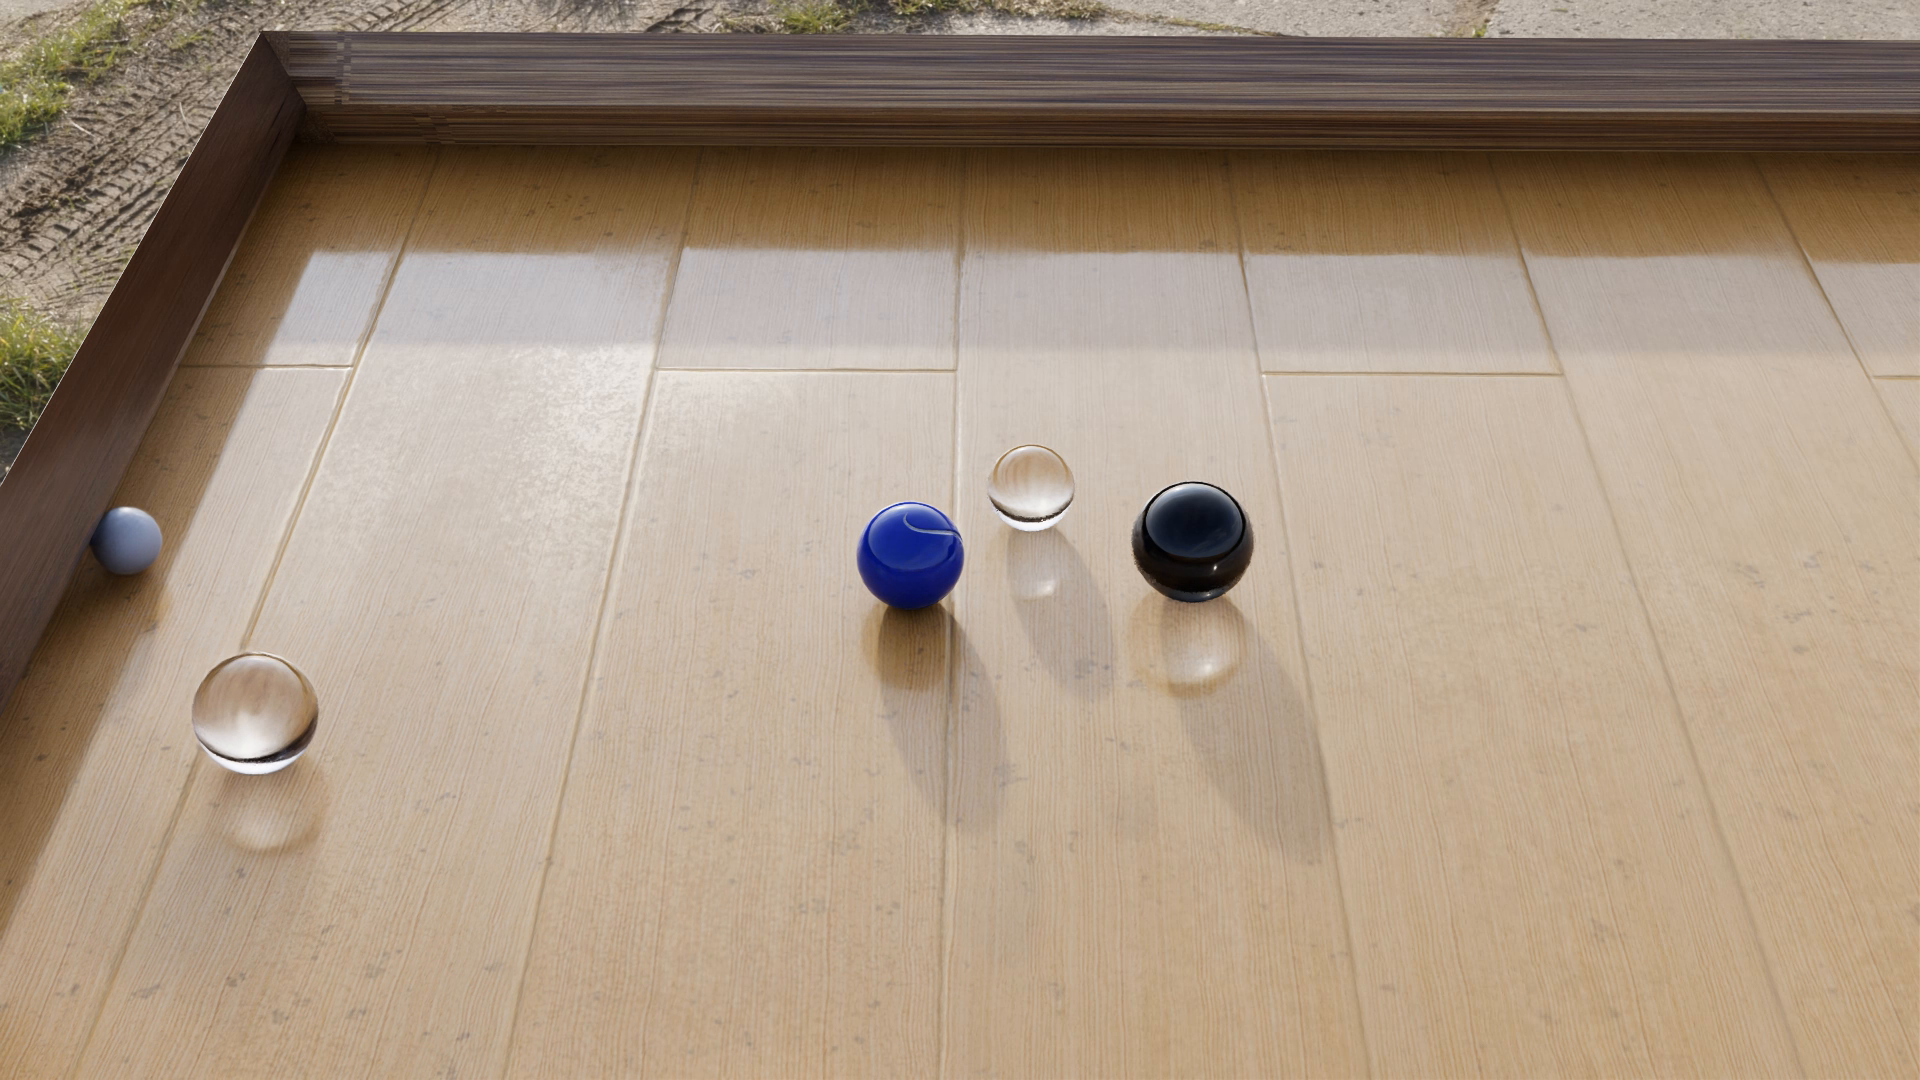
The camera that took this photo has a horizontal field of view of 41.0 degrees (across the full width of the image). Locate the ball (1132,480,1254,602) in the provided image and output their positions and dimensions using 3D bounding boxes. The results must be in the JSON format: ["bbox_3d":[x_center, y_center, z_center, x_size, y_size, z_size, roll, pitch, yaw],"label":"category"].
[{"bbox_3d":[0.167,0.001,1.843,0.088,0.088,0.088,0,35,0],"label":"ball"}]

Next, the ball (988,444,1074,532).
[{"bbox_3d":[0.053,-0.039,1.919,0.066,0.066,0.066,0,35,0],"label":"ball"}]

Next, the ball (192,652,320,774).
[{"bbox_3d":[-0.463,0.114,1.688,0.081,0.081,0.081,0,35,0],"label":"ball"}]

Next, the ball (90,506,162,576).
[{"bbox_3d":[-0.610,0.001,1.876,0.050,0.050,0.050,0,35,0],"label":"ball"}]

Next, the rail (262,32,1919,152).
[{"bbox_3d":[0.674,-0.406,2.398,2.658,0.114,0.045,0,35,1],"label":"rail"}]

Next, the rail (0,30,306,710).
[{"bbox_3d":[-0.641,-0.023,1.853,0.045,0.114,1.415,0,35,1],"label":"rail"}]

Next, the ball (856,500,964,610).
[{"bbox_3d":[-0.036,0.011,1.837,0.078,0.078,0.078,0,35,0],"label":"ball"}]
